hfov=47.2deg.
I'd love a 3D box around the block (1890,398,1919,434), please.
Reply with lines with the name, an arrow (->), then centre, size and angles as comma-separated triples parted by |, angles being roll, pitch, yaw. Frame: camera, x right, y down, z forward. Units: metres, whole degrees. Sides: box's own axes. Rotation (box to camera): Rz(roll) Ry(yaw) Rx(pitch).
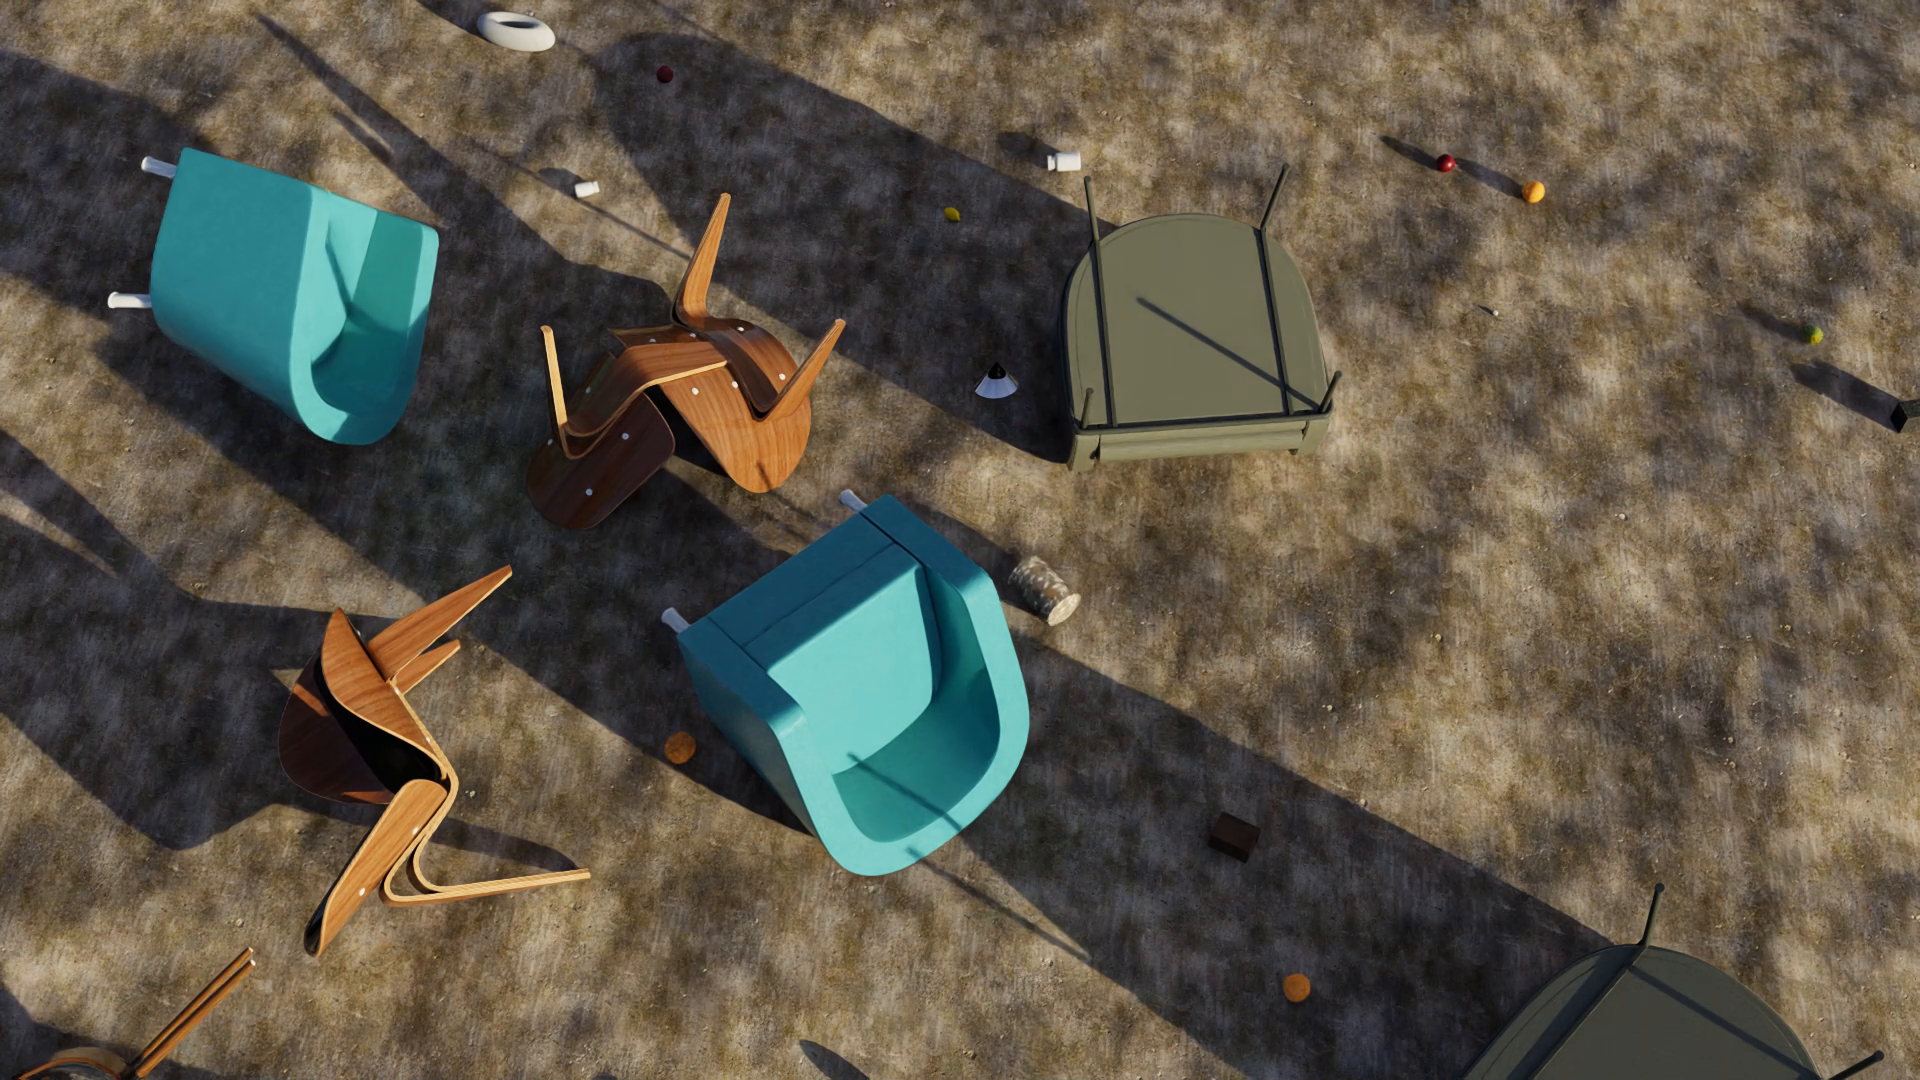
block -> 2.950, -0.386, 6.786 | 0.115, 0.079, 0.064 | -10, 57, -7

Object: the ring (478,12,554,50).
ring -> -1.558, -1.784, 7.713 | 0.288, 0.098, 0.110 | 13, 54, 7

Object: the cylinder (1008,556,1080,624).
cylinder -> 0.245, 0.147, 6.404 | 0.134, 0.113, 0.172 | -17, 53, -46

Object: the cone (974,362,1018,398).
cone -> 0.113, -0.517, 6.847 | 0.140, 0.122, 0.096 | -8, 57, -5

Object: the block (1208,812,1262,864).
block -> 0.748, 0.810, 5.988 | 0.114, 0.070, 0.080 | 24, 59, 15
